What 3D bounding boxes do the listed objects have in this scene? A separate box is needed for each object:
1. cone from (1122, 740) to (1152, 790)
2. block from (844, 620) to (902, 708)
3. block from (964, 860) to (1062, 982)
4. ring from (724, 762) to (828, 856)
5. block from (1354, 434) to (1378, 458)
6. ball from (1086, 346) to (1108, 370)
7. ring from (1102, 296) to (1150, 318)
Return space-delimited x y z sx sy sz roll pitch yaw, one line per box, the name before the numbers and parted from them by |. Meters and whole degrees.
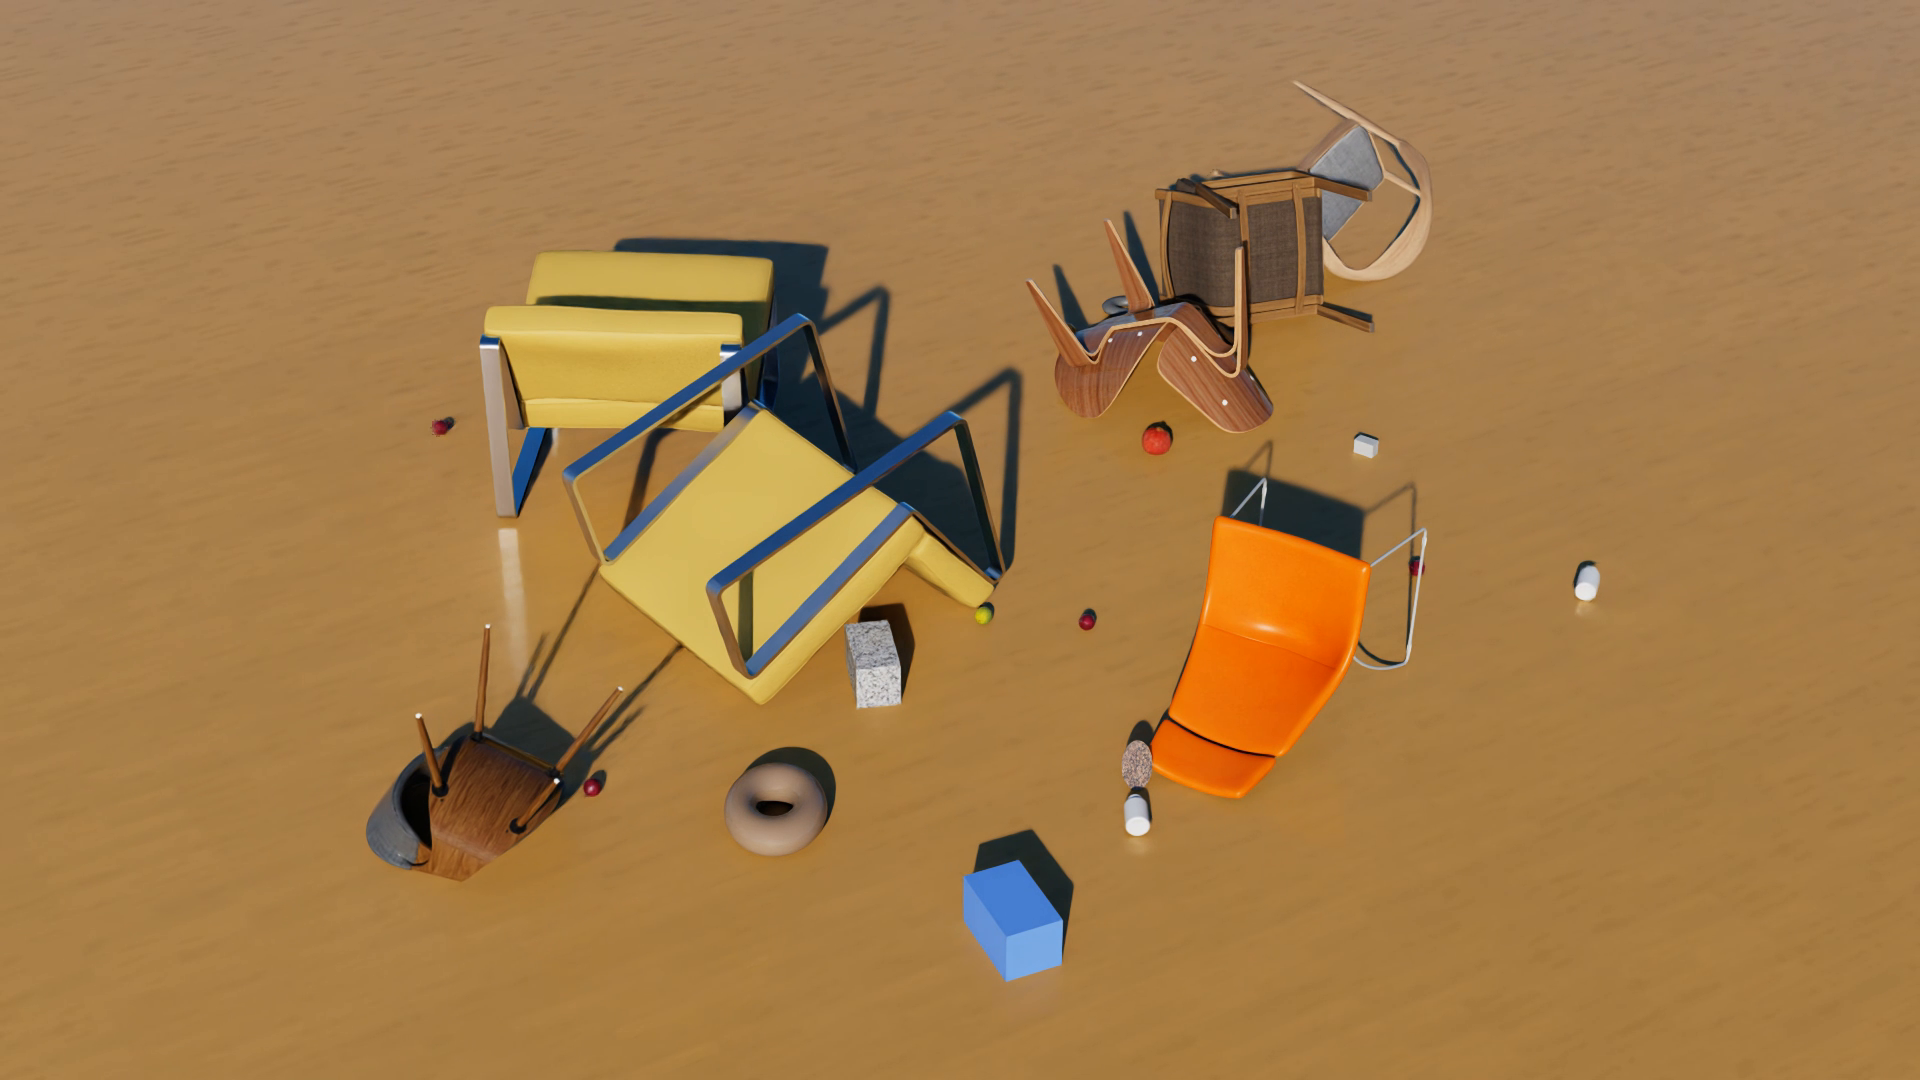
cone | 0.575 0.737 9.759 0.104 0.167 0.156 0 5 -7
block | -0.302 0.429 10.142 0.153 0.166 0.275 -6 34 -9
block | 0.161 1.168 9.009 0.189 0.179 0.311 -14 36 -20
ring | -0.598 0.872 9.511 0.337 0.124 0.427 -3 33 -2
block | 1.586 -0.365 11.448 0.082 0.056 0.046 22 39 29
ball | 0.559 -0.743 11.986 0.095 0.095 0.095 0 33 0
ring | 0.702 -0.984 12.403 0.204 0.039 0.158 4 34 5
